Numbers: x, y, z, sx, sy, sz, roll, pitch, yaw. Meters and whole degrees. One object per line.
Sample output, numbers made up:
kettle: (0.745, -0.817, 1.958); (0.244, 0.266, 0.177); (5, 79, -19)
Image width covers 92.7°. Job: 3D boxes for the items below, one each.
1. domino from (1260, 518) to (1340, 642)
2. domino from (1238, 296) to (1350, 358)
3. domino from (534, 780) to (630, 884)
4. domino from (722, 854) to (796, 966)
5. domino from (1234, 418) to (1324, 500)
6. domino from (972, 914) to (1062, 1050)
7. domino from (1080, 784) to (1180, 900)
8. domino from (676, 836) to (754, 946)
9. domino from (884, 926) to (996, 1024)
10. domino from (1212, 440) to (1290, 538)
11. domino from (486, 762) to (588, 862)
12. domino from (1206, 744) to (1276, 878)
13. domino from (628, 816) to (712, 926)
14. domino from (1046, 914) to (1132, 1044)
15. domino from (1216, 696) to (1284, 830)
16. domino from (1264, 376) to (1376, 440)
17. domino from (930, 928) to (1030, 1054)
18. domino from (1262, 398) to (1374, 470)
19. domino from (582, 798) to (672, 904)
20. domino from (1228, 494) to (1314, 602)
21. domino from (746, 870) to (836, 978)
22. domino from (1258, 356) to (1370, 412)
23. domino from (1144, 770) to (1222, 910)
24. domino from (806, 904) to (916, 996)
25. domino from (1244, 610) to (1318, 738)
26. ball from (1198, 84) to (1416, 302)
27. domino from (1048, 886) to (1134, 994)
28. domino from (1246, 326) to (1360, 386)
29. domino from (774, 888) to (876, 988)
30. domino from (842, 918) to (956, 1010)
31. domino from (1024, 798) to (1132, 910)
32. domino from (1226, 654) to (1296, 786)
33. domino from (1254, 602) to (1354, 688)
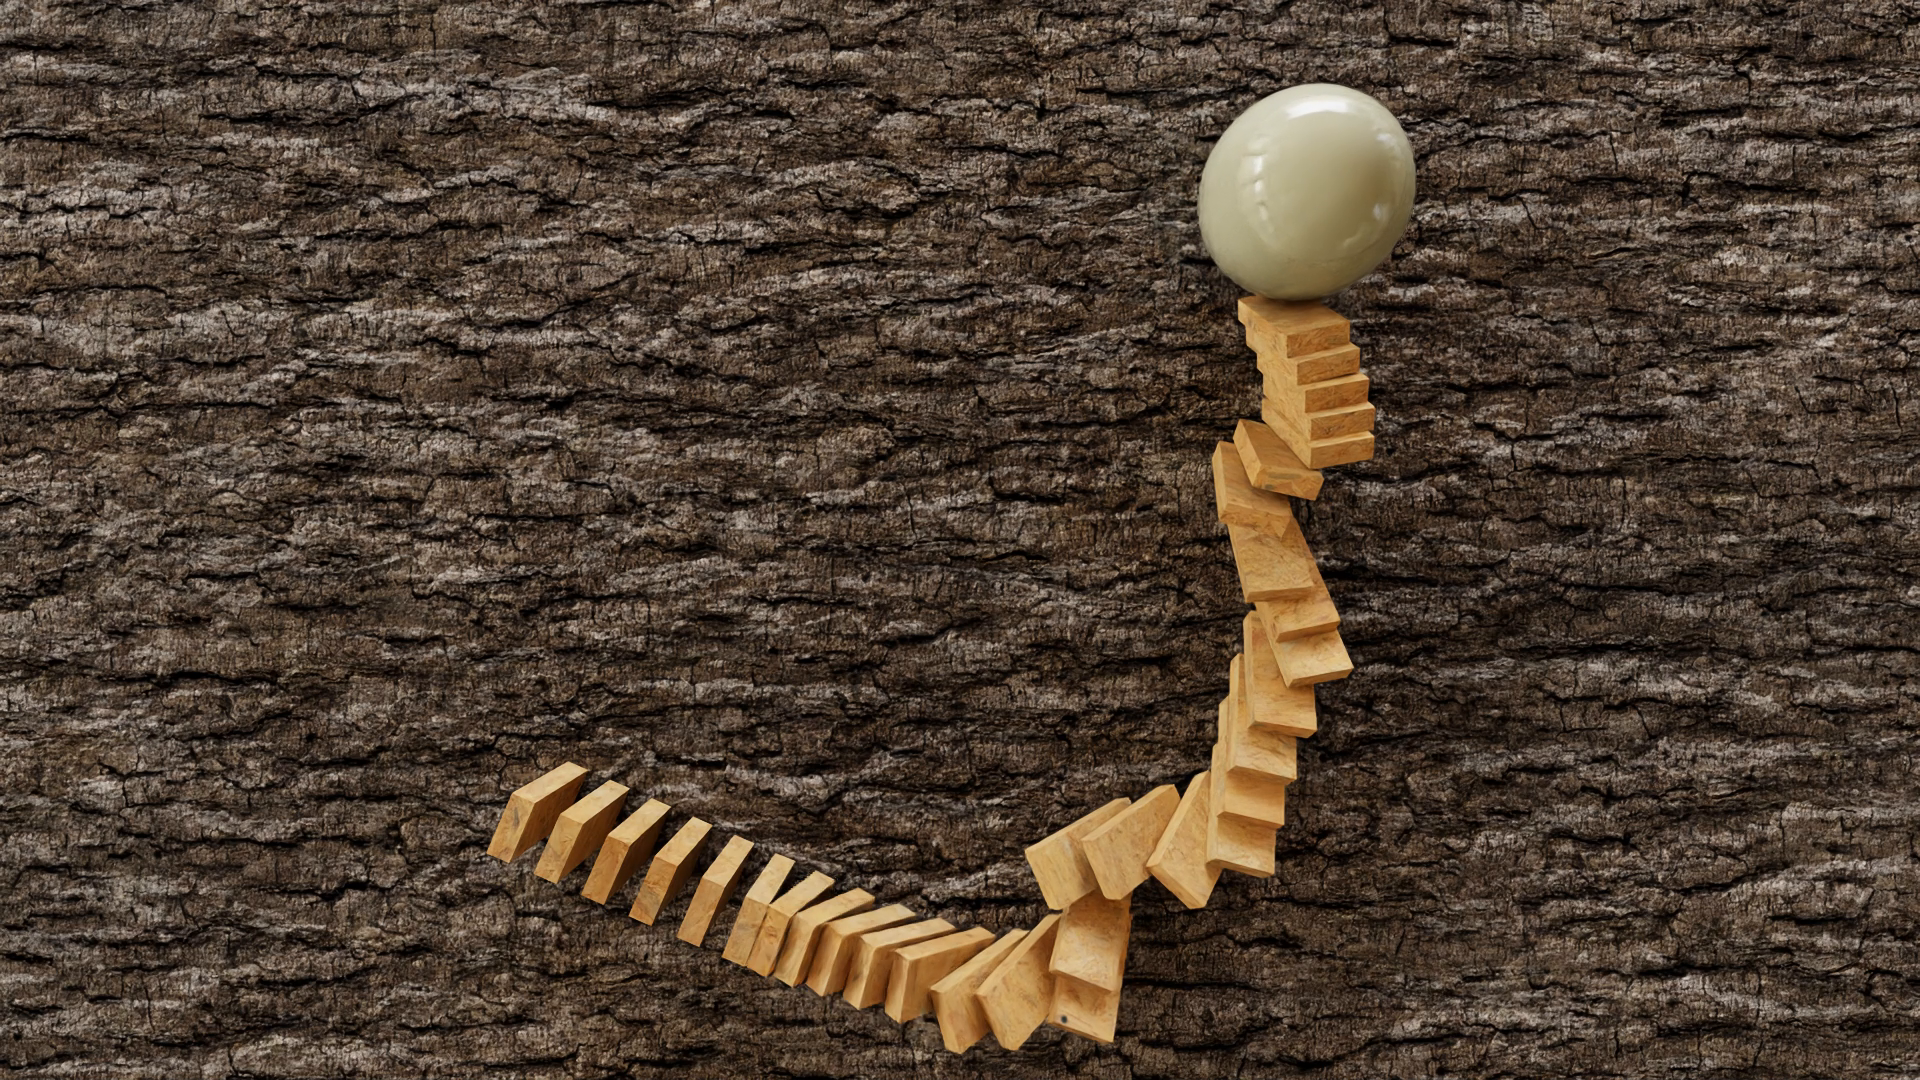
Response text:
domino: (0.136, 0.016, 0.383); (0.025, 0.010, 0.050); (-11, 58, 0)
domino: (0.136, -0.090, 0.376); (0.025, 0.050, 0.010); (-13, 121, 0)
domino: (-0.154, 0.118, 0.375); (0.009, 0.050, 0.025); (24, 90, 0)
domino: (-0.081, 0.150, 0.375); (0.010, 0.050, 0.025); (21, 90, 2)
domino: (0.129, -0.034, 0.376); (0.025, 0.050, 0.009); (13, 119, 0)
domino: (0.031, 0.182, 0.381); (0.050, 0.009, 0.025); (-30, 90, -39)
domino: (0.075, 0.125, 0.381); (0.050, 0.010, 0.025); (-21, 85, -35)
domino: (-0.099, 0.142, 0.375); (0.010, 0.050, 0.025); (24, 90, 0)
domino: (-0.007, 0.179, 0.379); (0.050, 0.009, 0.025); (9, 90, -44)
domino: (0.119, -0.022, 0.377); (0.025, 0.050, 0.009); (14, 126, 2)
domino: (-0.172, 0.110, 0.375); (0.010, 0.050, 0.025); (23, 90, 0)
domino: (0.118, 0.112, 0.382); (0.025, 0.009, 0.050); (16, 58, -3)
domino: (-0.117, 0.134, 0.375); (0.009, 0.050, 0.025); (24, 90, 0)
domino: (0.054, 0.178, 0.381); (0.025, 0.009, 0.050); (22, 56, -5)
domino: (0.121, 0.092, 0.382); (0.025, 0.009, 0.050); (14, 58, -2)
domino: (0.146, -0.058, 0.376); (0.025, 0.050, 0.010); (-10, 121, 0)
domino: (0.012, 0.186, 0.380); (0.050, 0.010, 0.025); (-16, 90, -40)
domino: (0.146, -0.046, 0.376); (0.025, 0.050, 0.009); (-10, 121, 0)
domino: (-0.135, 0.126, 0.375); (0.010, 0.050, 0.025); (24, 90, 0)
domino: (0.127, 0.001, 0.382); (0.025, 0.009, 0.050); (-5, 58, 4)
domino: (-0.068, 0.156, 0.375); (0.010, 0.050, 0.025); (21, 90, 13)
domino: (0.144, -0.069, 0.376); (0.025, 0.050, 0.010); (-10, 121, 0)
domino: (0.100, 0.124, 0.382); (0.025, 0.010, 0.050); (43, 55, 0)
domino: (-0.040, 0.168, 0.377); (0.009, 0.050, 0.025); (19, 90, 34)
domino: (0.133, 0.055, 0.383); (0.025, 0.010, 0.050); (9, 58, 0)
ball: (0.135, -0.135, 0.360); (0.080, 0.080, 0.080); (0, 90, 0)
domino: (0.056, 0.158, 0.382); (0.025, 0.009, 0.050); (22, 56, -1)
domino: (0.139, -0.079, 0.376); (0.025, 0.050, 0.010); (-13, 121, -1)
domino: (-0.054, 0.161, 0.375); (0.009, 0.050, 0.025); (20, 90, 24)
domino: (-0.024, 0.174, 0.378); (0.009, 0.050, 0.025); (15, 90, 41)
domino: (0.054, 0.130, 0.383); (0.050, 0.009, 0.025); (-20, 81, -26)
domino: (0.126, 0.074, 0.383); (0.025, 0.009, 0.050); (13, 58, -1)
domino: (0.141, 0.035, 0.382); (0.025, 0.009, 0.050); (-10, 58, -2)
